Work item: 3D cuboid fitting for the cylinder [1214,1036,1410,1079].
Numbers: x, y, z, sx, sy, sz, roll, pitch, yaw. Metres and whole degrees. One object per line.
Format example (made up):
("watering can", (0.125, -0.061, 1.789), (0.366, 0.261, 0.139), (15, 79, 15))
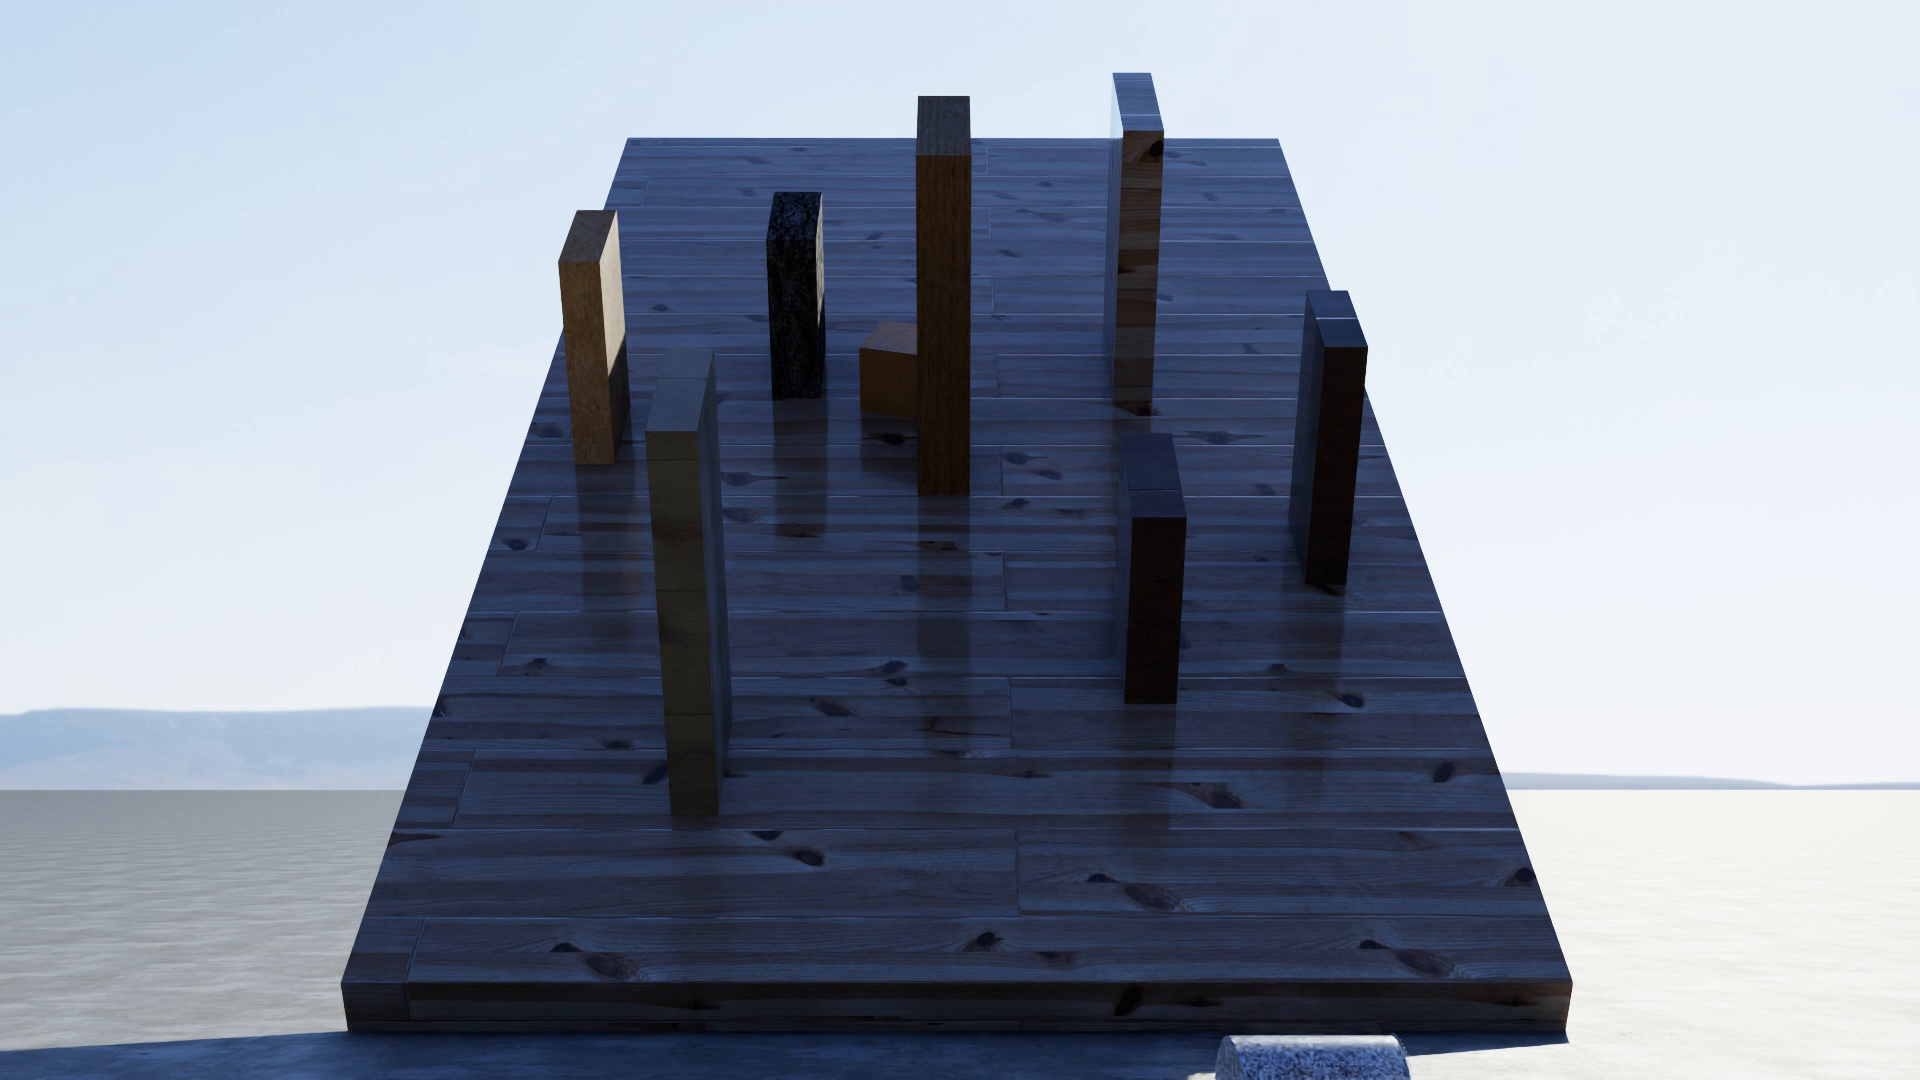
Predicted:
("cylinder", (0.338, 0.558, 2.312), (0.160, 0.160, 0.160), (1, -6, -5))

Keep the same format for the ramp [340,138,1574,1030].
("ramp", (-0.012, -0.215, 5.670), (2.000, 0.100, 4.000), (0, 29, 0))

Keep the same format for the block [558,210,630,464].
("block", (-0.833, -0.465, 5.498), (0.091, 0.498, 0.306), (0, 29, 0))

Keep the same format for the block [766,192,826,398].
("block", (-0.394, -0.594, 5.823), (0.115, 0.409, 0.306), (0, 29, 0))

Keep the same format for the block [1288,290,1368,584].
("block", (0.764, -0.213, 5.012), (0.086, 0.544, 0.283), (0, 29, 0))

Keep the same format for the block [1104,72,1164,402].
("block", (0.414, -0.729, 5.789), (0.094, 0.683, 0.414), (0, 29, 0))

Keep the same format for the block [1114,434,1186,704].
("block", (0.366, 0.053, 4.673), (0.100, 0.409, 0.344), (0, 29, 0))

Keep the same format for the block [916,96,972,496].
("block", (-0.036, -0.540, 5.332), (0.115, 0.797, 0.378), (0, 29, 0))

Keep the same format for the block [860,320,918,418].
("block", (-0.134, -0.408, 5.740), (0.165, 0.165, 0.165), (8, 30, 14))

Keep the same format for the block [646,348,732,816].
("block", (-0.474, 0.077, 4.256), (0.084, 0.768, 0.328), (0, 29, 0))
